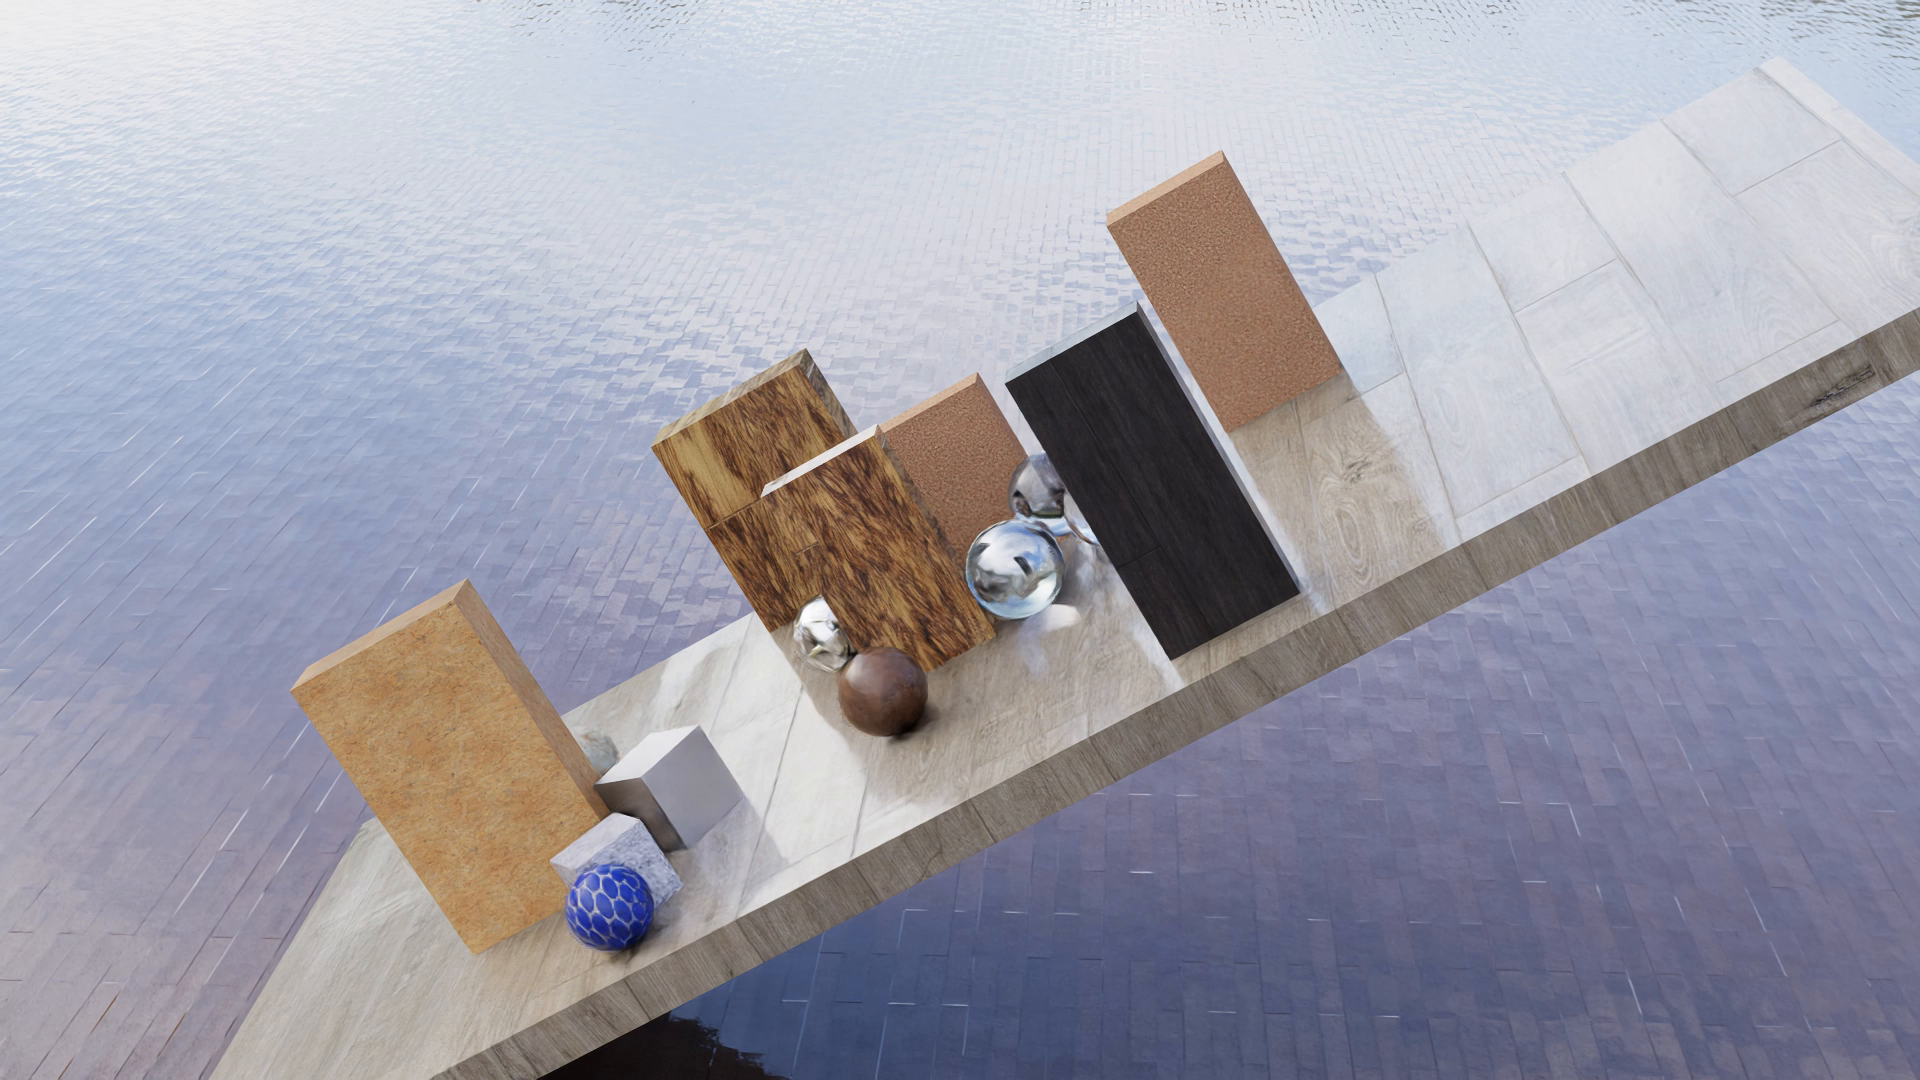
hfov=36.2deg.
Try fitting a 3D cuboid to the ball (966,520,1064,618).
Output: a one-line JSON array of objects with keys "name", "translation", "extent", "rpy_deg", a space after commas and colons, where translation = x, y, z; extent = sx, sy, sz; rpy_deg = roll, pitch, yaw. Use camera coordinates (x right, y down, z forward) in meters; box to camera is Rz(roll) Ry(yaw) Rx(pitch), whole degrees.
[{"name": "ball", "translation": [0.114, 0.060, 6.086], "extent": [0.206, 0.206, 0.206], "rpy_deg": [0, 19, 0]}]

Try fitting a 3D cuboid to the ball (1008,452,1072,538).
[{"name": "ball", "translation": [0.195, -0.099, 6.338], "extent": [0.187, 0.187, 0.187], "rpy_deg": [0, 19, 0]}]

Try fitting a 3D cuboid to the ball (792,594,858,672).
[{"name": "ball", "translation": [-0.279, 0.202, 6.467], "extent": [0.177, 0.177, 0.177], "rpy_deg": [0, 19, 0]}]

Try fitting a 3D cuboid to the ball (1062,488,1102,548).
[{"name": "ball", "translation": [0.306, -0.075, 6.193], "extent": [0.181, 0.181, 0.181], "rpy_deg": [0, 19, 0]}]

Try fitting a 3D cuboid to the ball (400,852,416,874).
[{"name": "ball", "translation": [-1.175, 0.679, 6.677], "extent": [0.194, 0.194, 0.194], "rpy_deg": [0, 19, 0]}]

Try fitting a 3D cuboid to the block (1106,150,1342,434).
[{"name": "block", "translation": [0.581, -0.545, 6.476], "extent": [0.289, 0.538, 0.132], "rpy_deg": [-28, 15, 12]}]

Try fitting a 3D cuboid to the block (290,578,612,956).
[{"name": "block", "translation": [-1.008, 0.471, 6.055], "extent": [0.400, 0.678, 0.134], "rpy_deg": [-28, 15, 12]}]

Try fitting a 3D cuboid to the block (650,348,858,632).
[{"name": "block", "translation": [-0.415, -0.118, 7.078], "extent": [0.415, 0.540, 0.150], "rpy_deg": [-28, 15, 12]}]

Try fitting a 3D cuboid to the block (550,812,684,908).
[{"name": "block", "translation": [-0.677, 0.657, 5.800], "extent": [0.162, 0.162, 0.162], "rpy_deg": [-37, 15, -20]}]

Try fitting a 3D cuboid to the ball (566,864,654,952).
[{"name": "ball", "translation": [-0.669, 0.702, 5.621], "extent": [0.167, 0.167, 0.167], "rpy_deg": [0, 19, 0]}]

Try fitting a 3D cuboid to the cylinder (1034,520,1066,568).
[{"name": "cylinder", "translation": [0.134, 0.042, 6.257], "extent": [0.130, 0.130, 0.130], "rpy_deg": [-25, 9, 23]}]

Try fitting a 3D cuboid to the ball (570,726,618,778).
[{"name": "ball", "translation": [-0.856, 0.499, 6.714], "extent": [0.149, 0.149, 0.149], "rpy_deg": [0, 19, 0]}]

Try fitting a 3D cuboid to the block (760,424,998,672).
[{"name": "block", "translation": [-0.165, 0.042, 6.127], "extent": [0.274, 0.498, 0.087], "rpy_deg": [-28, 15, 12]}]

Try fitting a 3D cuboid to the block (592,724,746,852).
[{"name": "block", "translation": [-0.599, 0.517, 6.066], "extent": [0.182, 0.182, 0.182], "rpy_deg": [-14, 23, 50]}]

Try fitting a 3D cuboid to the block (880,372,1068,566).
[{"name": "block", "translation": [-0.001, -0.112, 6.486], "extent": [0.324, 0.407, 0.089], "rpy_deg": [-28, 15, 12]}]

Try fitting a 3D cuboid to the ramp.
[{"name": "ramp", "translation": [0.142, 0.168, 6.285], "extent": [4.000, 0.100, 2.000], "rpy_deg": [-28, 15, 12]}]

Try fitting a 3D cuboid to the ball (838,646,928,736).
[{"name": "ball", "translation": [-0.154, 0.303, 5.875], "extent": [0.181, 0.181, 0.181], "rpy_deg": [0, 19, 0]}]

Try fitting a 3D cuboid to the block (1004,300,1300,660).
[{"name": "block", "translation": [0.352, -0.105, 5.345], "extent": [0.271, 0.607, 0.090], "rpy_deg": [-28, 15, 12]}]
